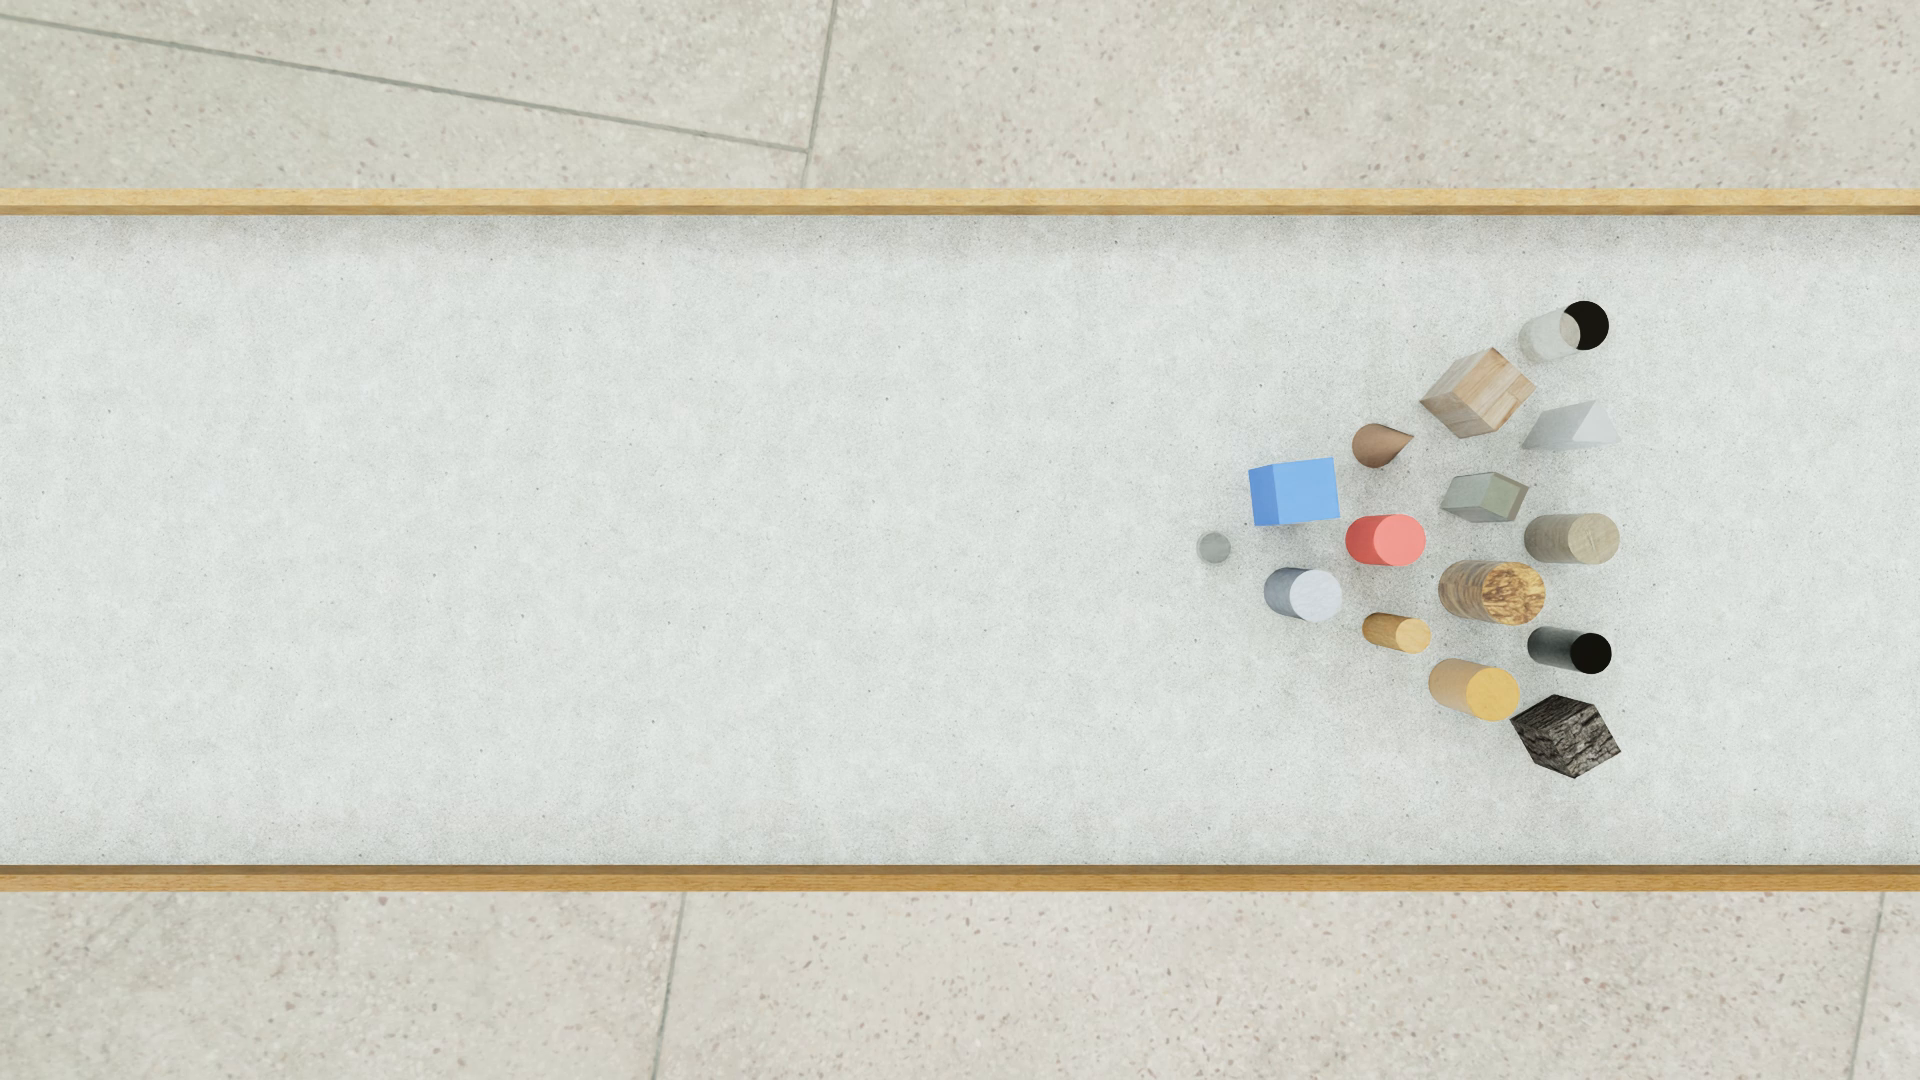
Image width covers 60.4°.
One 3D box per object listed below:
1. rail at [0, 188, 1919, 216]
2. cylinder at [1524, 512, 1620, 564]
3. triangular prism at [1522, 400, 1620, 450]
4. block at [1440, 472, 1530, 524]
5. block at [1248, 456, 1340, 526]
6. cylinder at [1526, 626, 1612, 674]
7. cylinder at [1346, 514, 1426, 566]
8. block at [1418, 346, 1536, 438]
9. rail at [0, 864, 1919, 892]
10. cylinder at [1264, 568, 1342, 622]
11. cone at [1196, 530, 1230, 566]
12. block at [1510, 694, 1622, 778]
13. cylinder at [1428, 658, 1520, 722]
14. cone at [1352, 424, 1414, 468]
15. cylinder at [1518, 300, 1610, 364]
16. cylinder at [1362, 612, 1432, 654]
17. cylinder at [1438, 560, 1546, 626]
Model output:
[{"bbox_3d":[-2.247,-1.025,5.002,12.000,0.150,0.050,0,90,0],"label":"rail"},{"bbox_3d":[1.810,-0.004,4.893,0.149,0.367,0.149,0,90,0],"label":"cylinder"},{"bbox_3d":[1.796,-0.338,4.862,0.136,0.429,0.117,2,90,0],"label":"triangular prism"},{"bbox_3d":[1.546,-0.123,4.880,0.108,0.393,0.108,25,90,0],"label":"block"},{"bbox_3d":[0.983,-0.139,4.878,0.173,0.397,0.173,-7,90,0],"label":"block"},{"bbox_3d":[1.805,0.325,4.896,0.119,0.361,0.119,0,90,0],"label":"cylinder"},{"bbox_3d":[1.260,0.000,4.902,0.150,0.350,0.150,0,90,0],"label":"cylinder"},{"bbox_3d":[1.533,-0.432,4.903,0.172,0.347,0.172,43,90,0],"label":"block"},{"bbox_3d":[-2.247,1.025,5.001,12.000,0.150,0.050,0,90,0],"label":"rail"},{"bbox_3d":[1.008,0.158,4.875,0.149,0.403,0.149,0,90,0],"label":"cylinder"},{"bbox_3d":[0.779,0.024,4.908,0.107,0.338,0.107,0,90,0],"label":"cone"},{"bbox_3d":[1.798,0.581,4.913,0.157,0.327,0.157,-30,90,0],"label":"block"},{"bbox_3d":[1.518,0.440,4.888,0.154,0.377,0.154,0,90,0],"label":"cylinder"},{"bbox_3d":[1.275,-0.290,4.852,0.137,0.448,0.137,0,90,0],"label":"cone"},{"bbox_3d":[1.789,-0.615,4.901,0.143,0.350,0.143,0,90,0],"label":"cylinder"},{"bbox_3d":[1.288,0.273,4.881,0.101,0.391,0.101,0,90,0],"label":"cylinder"},{"bbox_3d":[1.561,0.151,4.863,0.180,0.428,0.180,0,90,0],"label":"cylinder"}]
